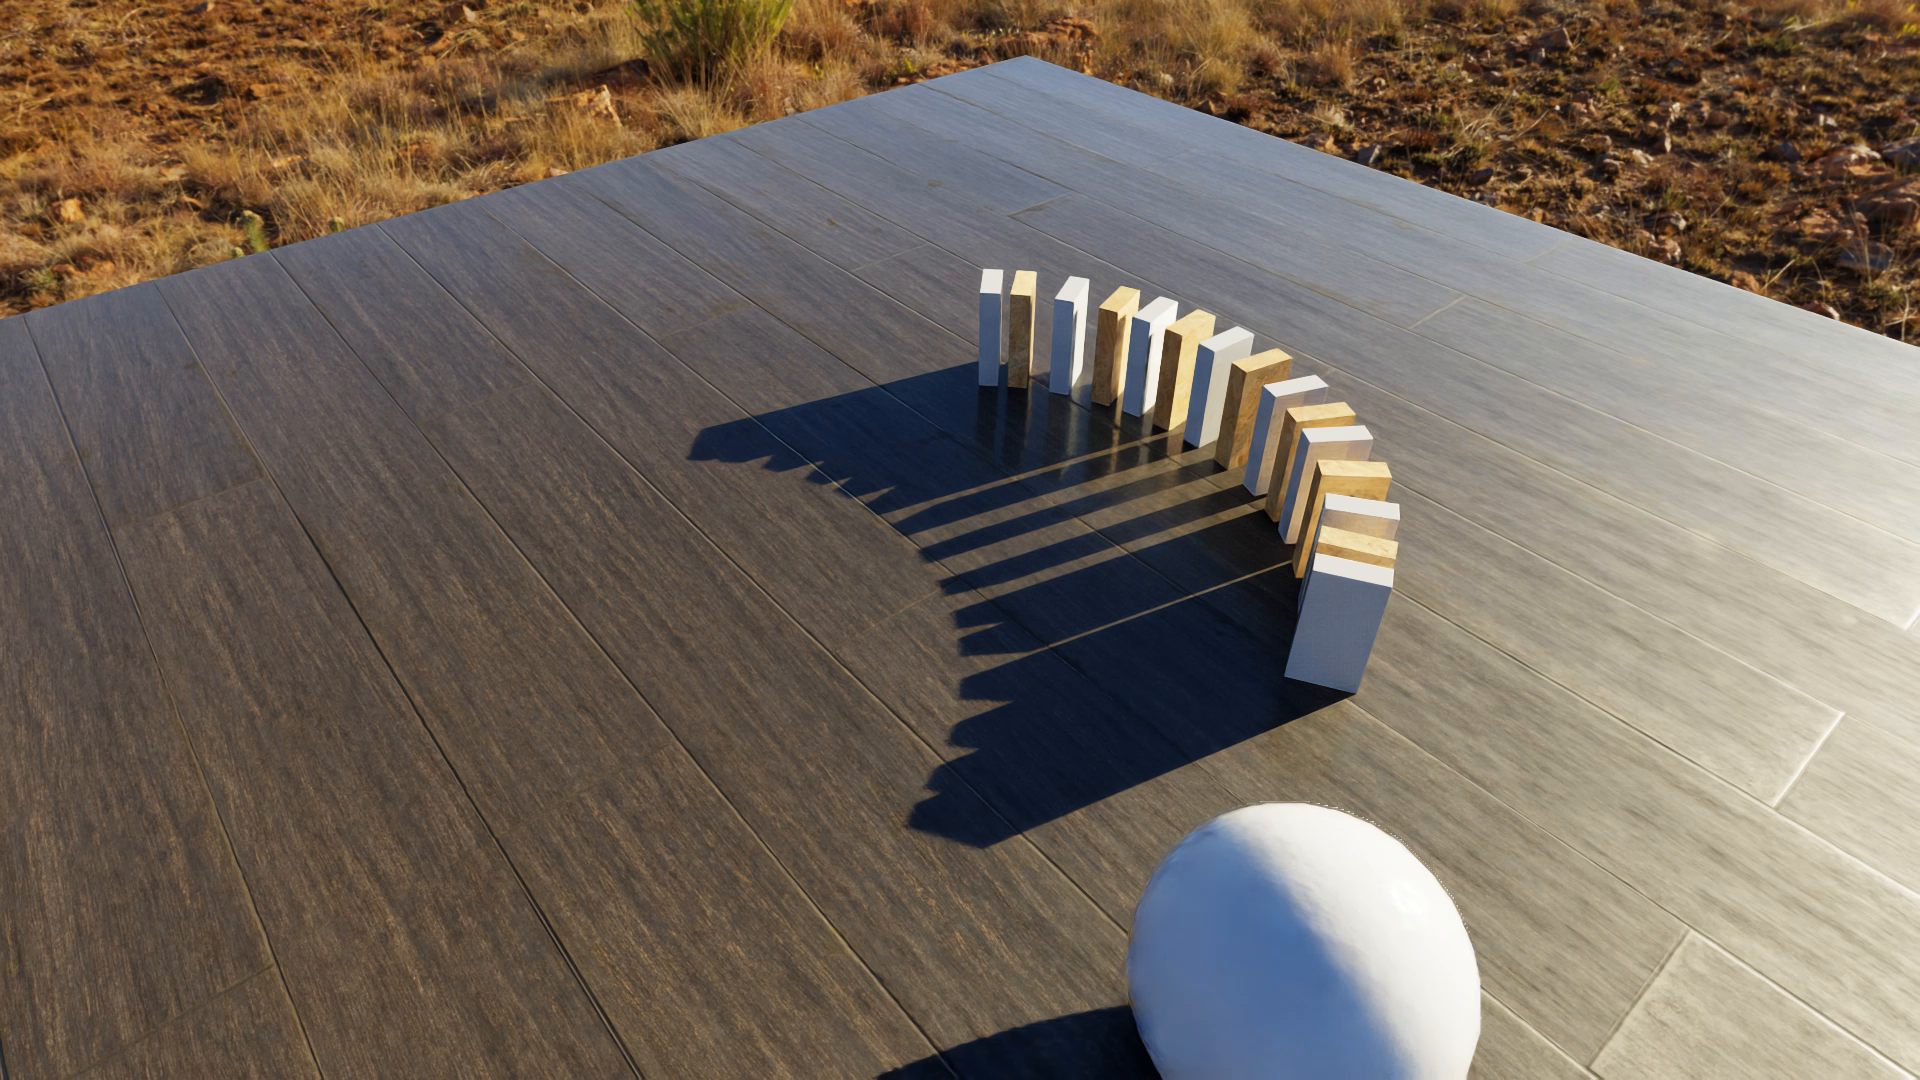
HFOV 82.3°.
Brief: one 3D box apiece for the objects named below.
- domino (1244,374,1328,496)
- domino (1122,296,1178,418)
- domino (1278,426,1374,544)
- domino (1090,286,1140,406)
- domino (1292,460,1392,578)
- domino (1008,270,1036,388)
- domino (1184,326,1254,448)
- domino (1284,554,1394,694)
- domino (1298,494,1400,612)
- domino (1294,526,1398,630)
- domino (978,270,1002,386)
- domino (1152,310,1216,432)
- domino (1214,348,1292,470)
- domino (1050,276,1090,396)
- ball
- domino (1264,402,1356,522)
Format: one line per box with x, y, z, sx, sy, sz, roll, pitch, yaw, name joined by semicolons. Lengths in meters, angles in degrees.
0.137;-0.044;0.465;0.025;0.050;0.009;-13;41;-15;domino
0.089;-0.086;0.516;0.010;0.050;0.025;26;46;28;domino
0.145;-0.021;0.437;0.025;0.050;0.009;-3;39;-4;domino
0.074;-0.092;0.524;0.009;0.050;0.025;20;43;23;domino
0.145;-0.007;0.420;0.025;0.050;0.010;3;39;3;domino
0.030;-0.102;0.537;0.010;0.050;0.025;6;40;7;domino
0.116;-0.068;0.495;0.025;0.050;0.010;-26;46;-28;domino
0.129;0.029;0.376;0.025;0.050;0.010;13;41;15;domino
0.141;0.008;0.402;0.025;0.050;0.010;10;40;12;domino
0.134;0.020;0.387;0.025;0.050;0.009;14;41;17;domino
0.015;-0.104;0.538;0.010;0.050;0.025;3;39;4;domino
0.103;-0.078;0.507;0.009;0.050;0.025;32;49;33;domino
0.128;-0.057;0.481;0.025;0.050;0.009;-19;43;-22;domino
0.053;-0.099;0.532;0.010;0.050;0.025;14;41;16;domino
0.080;0.103;0.262;0.080;0.080;0.080;0;39;0;ball
0.142;-0.031;0.450;0.025;0.050;0.009;-7;40;-9;domino
